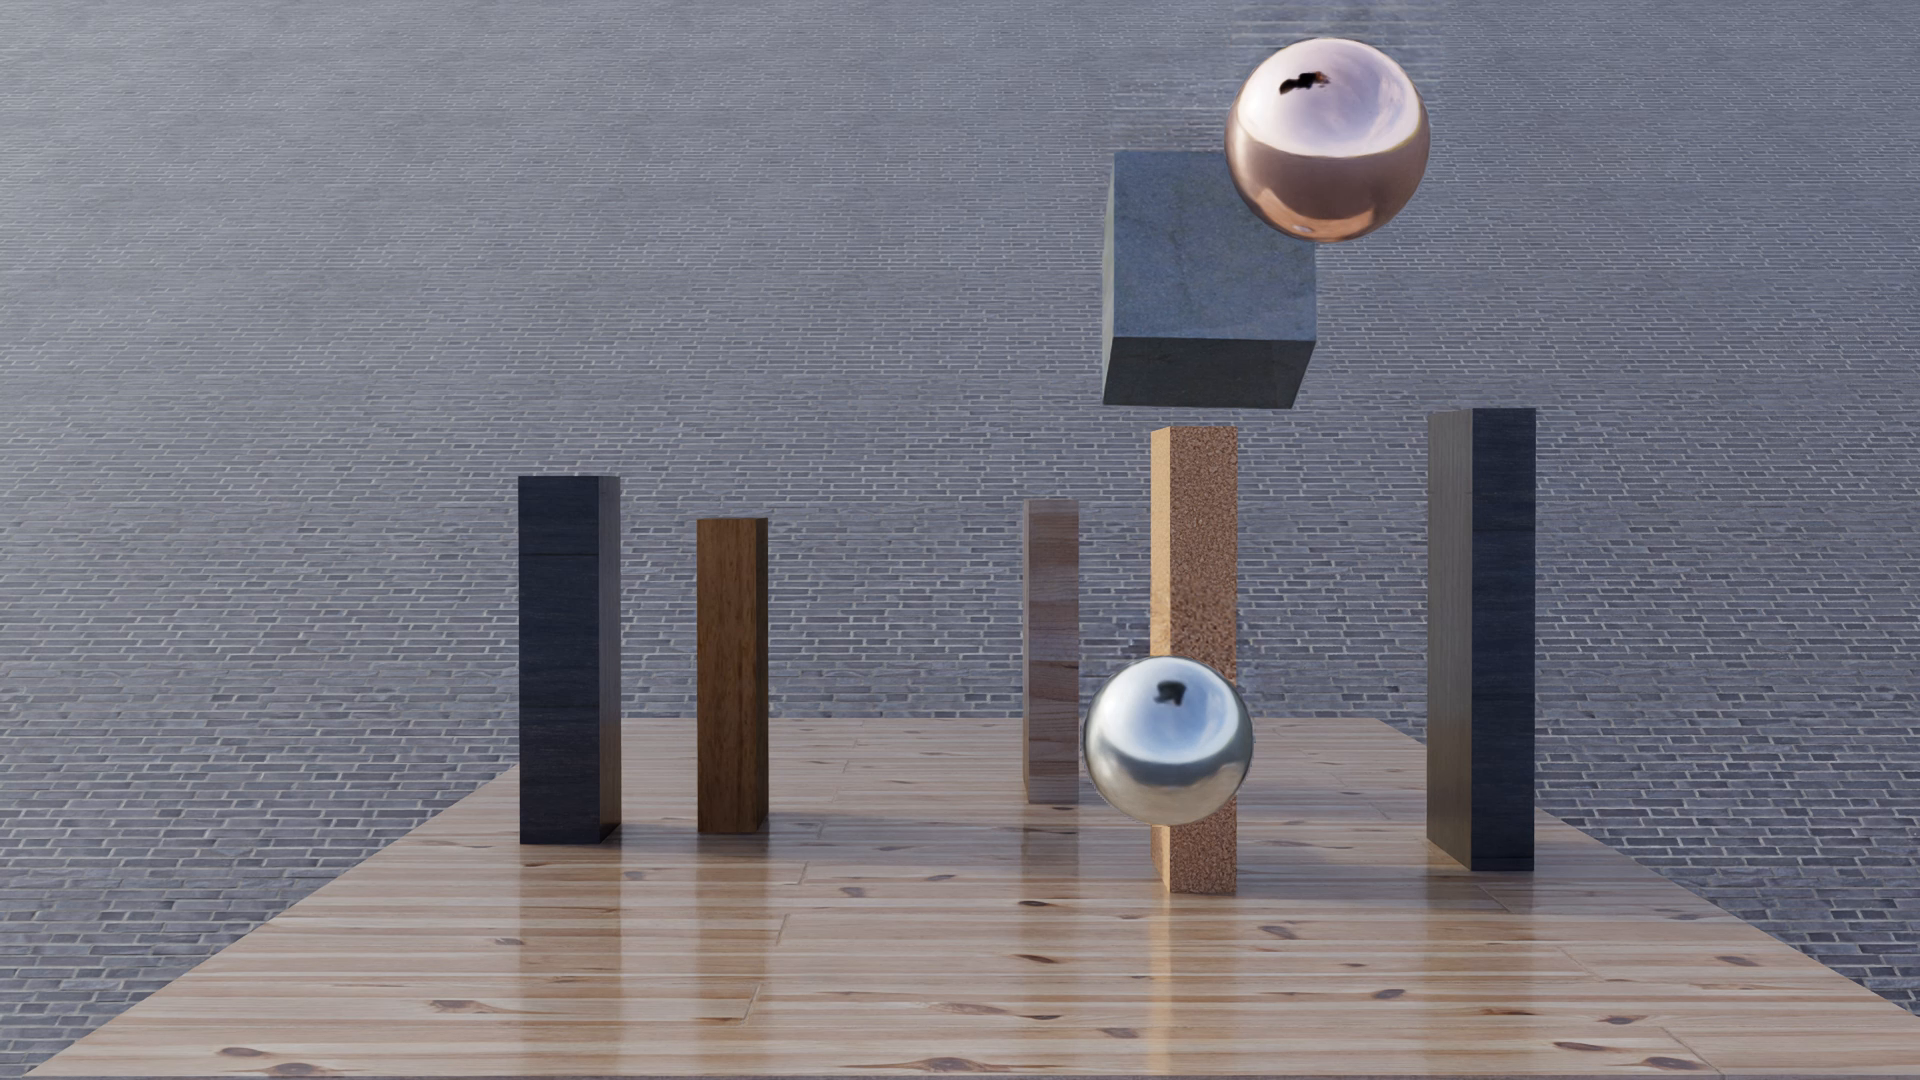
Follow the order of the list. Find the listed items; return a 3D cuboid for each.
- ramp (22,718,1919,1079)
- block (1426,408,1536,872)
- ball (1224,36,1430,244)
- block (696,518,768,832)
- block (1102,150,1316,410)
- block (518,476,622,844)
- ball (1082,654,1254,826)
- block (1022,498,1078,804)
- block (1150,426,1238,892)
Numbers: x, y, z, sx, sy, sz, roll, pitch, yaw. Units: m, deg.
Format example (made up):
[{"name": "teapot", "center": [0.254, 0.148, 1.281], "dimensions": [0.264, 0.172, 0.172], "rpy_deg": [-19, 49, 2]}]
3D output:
[{"name": "ramp", "center": [0.060, 0.544, 4.580], "dimensions": [2.000, 0.100, 4.000], "rpy_deg": [0, 1, 0]}, {"name": "block", "center": [0.830, 0.149, 4.129], "dimensions": [0.097, 0.708, 0.374], "rpy_deg": [0, 1, 0]}, {"name": "ball", "center": [0.337, -0.366, 2.368], "dimensions": [0.187, 0.187, 0.187], "rpy_deg": [0, 27, 0]}, {"name": "block", "center": [-0.398, 0.229, 4.538], "dimensions": [0.101, 0.533, 0.284], "rpy_deg": [0, 1, 0]}, {"name": "block", "center": [0.251, -0.263, 2.645], "dimensions": [0.199, 0.199, 0.199], "rpy_deg": [1, -17, 0]}, {"name": "block", "center": [-0.660, 0.195, 4.384], "dimensions": [0.132, 0.607, 0.275], "rpy_deg": [0, 1, 0]}, {"name": "ball", "center": [0.226, 0.218, 2.813], "dimensions": [0.186, 0.186, 0.186], "rpy_deg": [0, 27, 0]}, {"name": "block", "center": [0.174, 0.203, 5.015], "dimensions": [0.093, 0.565, 0.444], "rpy_deg": [0, 1, 0]}, {"name": "block", "center": [0.352, 0.170, 3.914], "dimensions": [0.097, 0.675, 0.365], "rpy_deg": [0, 1, 0]}]
